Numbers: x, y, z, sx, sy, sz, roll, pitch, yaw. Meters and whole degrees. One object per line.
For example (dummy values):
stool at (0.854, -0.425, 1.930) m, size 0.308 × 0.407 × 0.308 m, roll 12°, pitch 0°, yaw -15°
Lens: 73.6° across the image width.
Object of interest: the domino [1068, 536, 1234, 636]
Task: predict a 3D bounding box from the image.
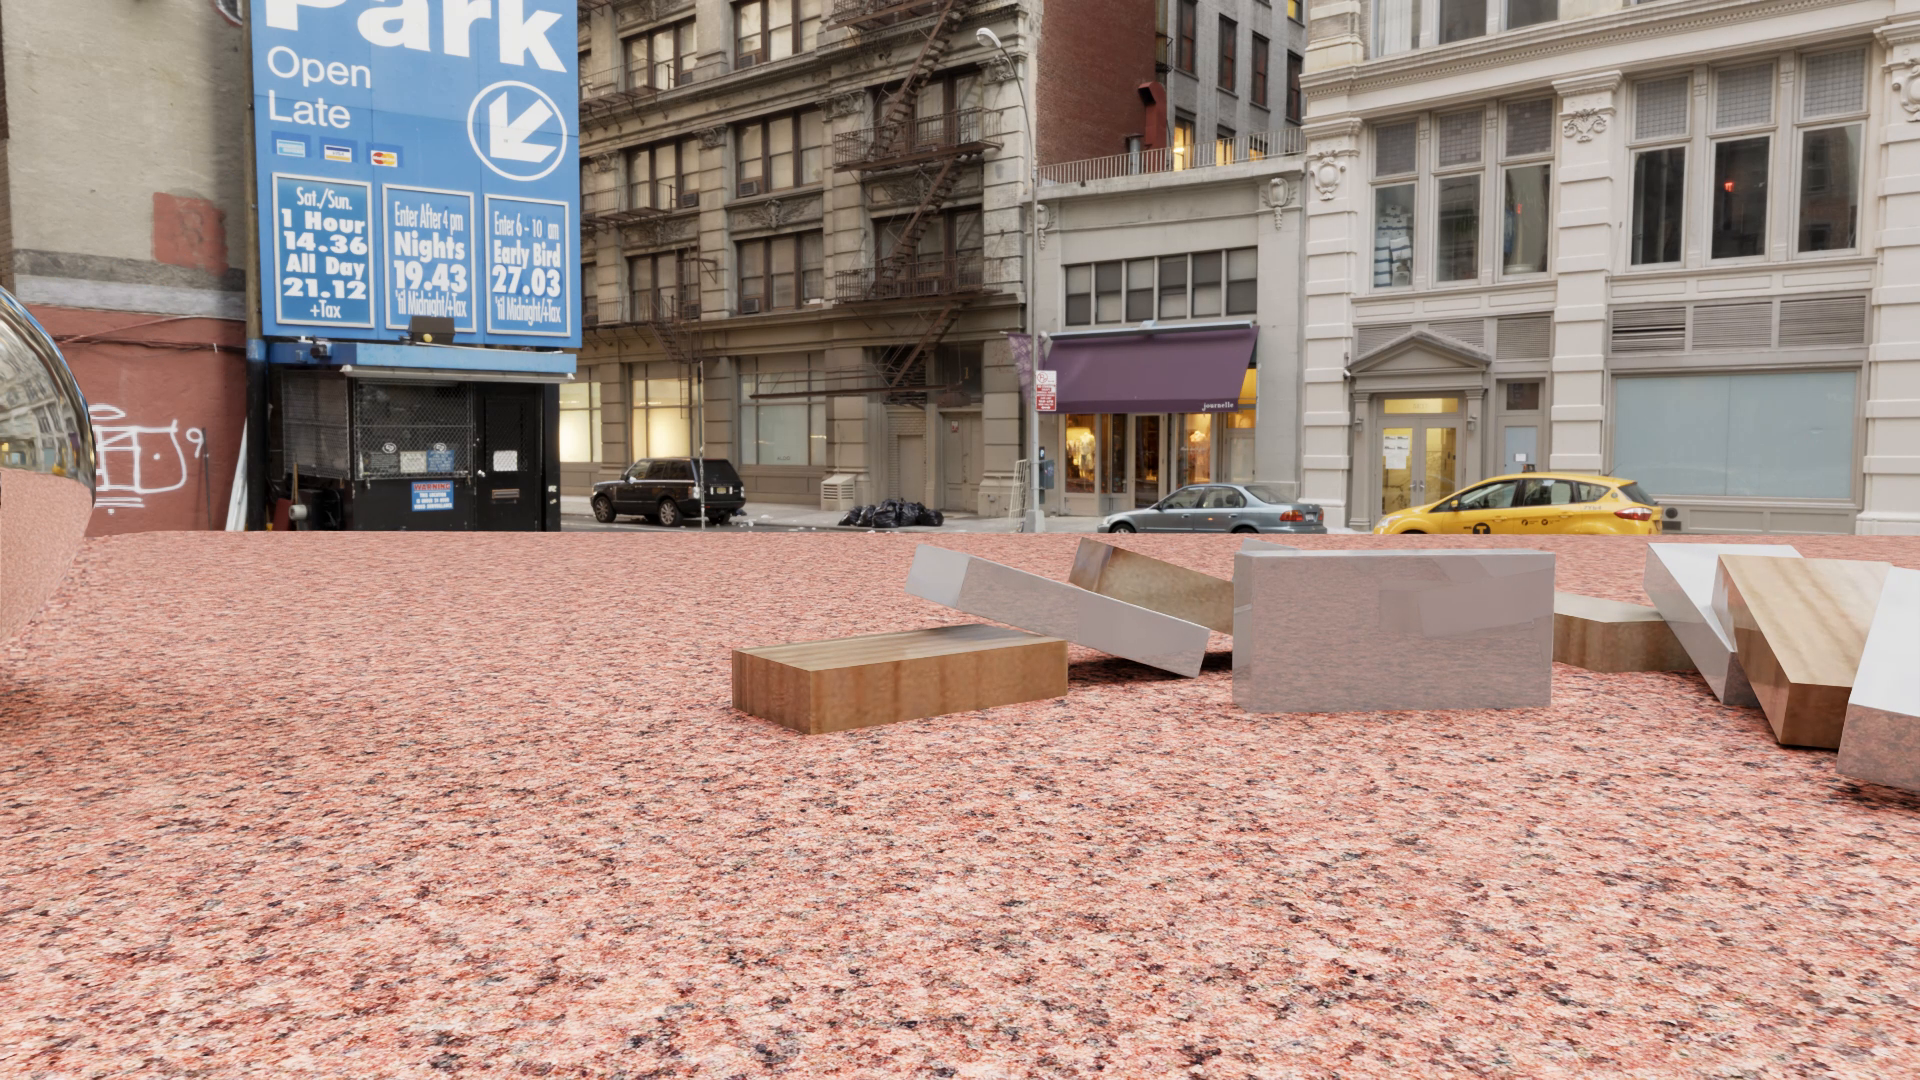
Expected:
domino at (0.049, 0.012, 0.250) m, size 0.050 × 0.009 × 0.025 m, roll 17°, pitch 2°, yaw -9°

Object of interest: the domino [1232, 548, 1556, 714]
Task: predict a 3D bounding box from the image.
domino at (0.070, 0.014, 0.209) m, size 0.050 × 0.025 × 0.010 m, roll 0°, pitch 4°, yaw -6°

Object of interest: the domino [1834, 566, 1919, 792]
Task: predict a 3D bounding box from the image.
domino at (0.130, 0.018, 0.163) m, size 0.025 × 0.009 × 0.050 m, roll 12°, pitch 25°, yaw 37°

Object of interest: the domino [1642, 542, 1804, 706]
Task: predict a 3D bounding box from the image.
domino at (0.142, 0.014, 0.228) m, size 0.025 × 0.010 × 0.050 m, roll 1°, pitch 21°, yaw 13°

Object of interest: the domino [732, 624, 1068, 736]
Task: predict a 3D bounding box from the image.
domino at (-0.009, 0.022, 0.212) m, size 0.050 × 0.009 × 0.025 m, roll -3°, pitch 5°, yaw -37°

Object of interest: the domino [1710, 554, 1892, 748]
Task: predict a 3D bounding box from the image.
domino at (0.134, 0.016, 0.196) m, size 0.025 × 0.009 × 0.050 m, roll 3°, pitch 21°, yaw 19°

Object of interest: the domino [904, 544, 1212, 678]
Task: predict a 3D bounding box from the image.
domino at (0.018, 0.013, 0.235) m, size 0.050 × 0.010 × 0.025 m, roll 17°, pitch -2°, yaw -23°

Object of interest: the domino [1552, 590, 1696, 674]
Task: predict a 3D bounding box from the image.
domino at (0.126, 0.018, 0.265) m, size 0.025 × 0.010 × 0.050 m, roll -1°, pitch 4°, yaw -12°

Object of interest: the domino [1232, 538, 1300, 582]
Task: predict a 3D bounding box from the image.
domino at (0.082, 0.012, 0.252) m, size 0.050 × 0.009 × 0.025 m, roll 16°, pitch 2°, yaw -9°

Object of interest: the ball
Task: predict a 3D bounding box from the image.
ball at (-0.180, -0.012, 0.196) m, size 0.080 × 0.080 × 0.080 m, roll 0°, pitch 4°, yaw 0°
